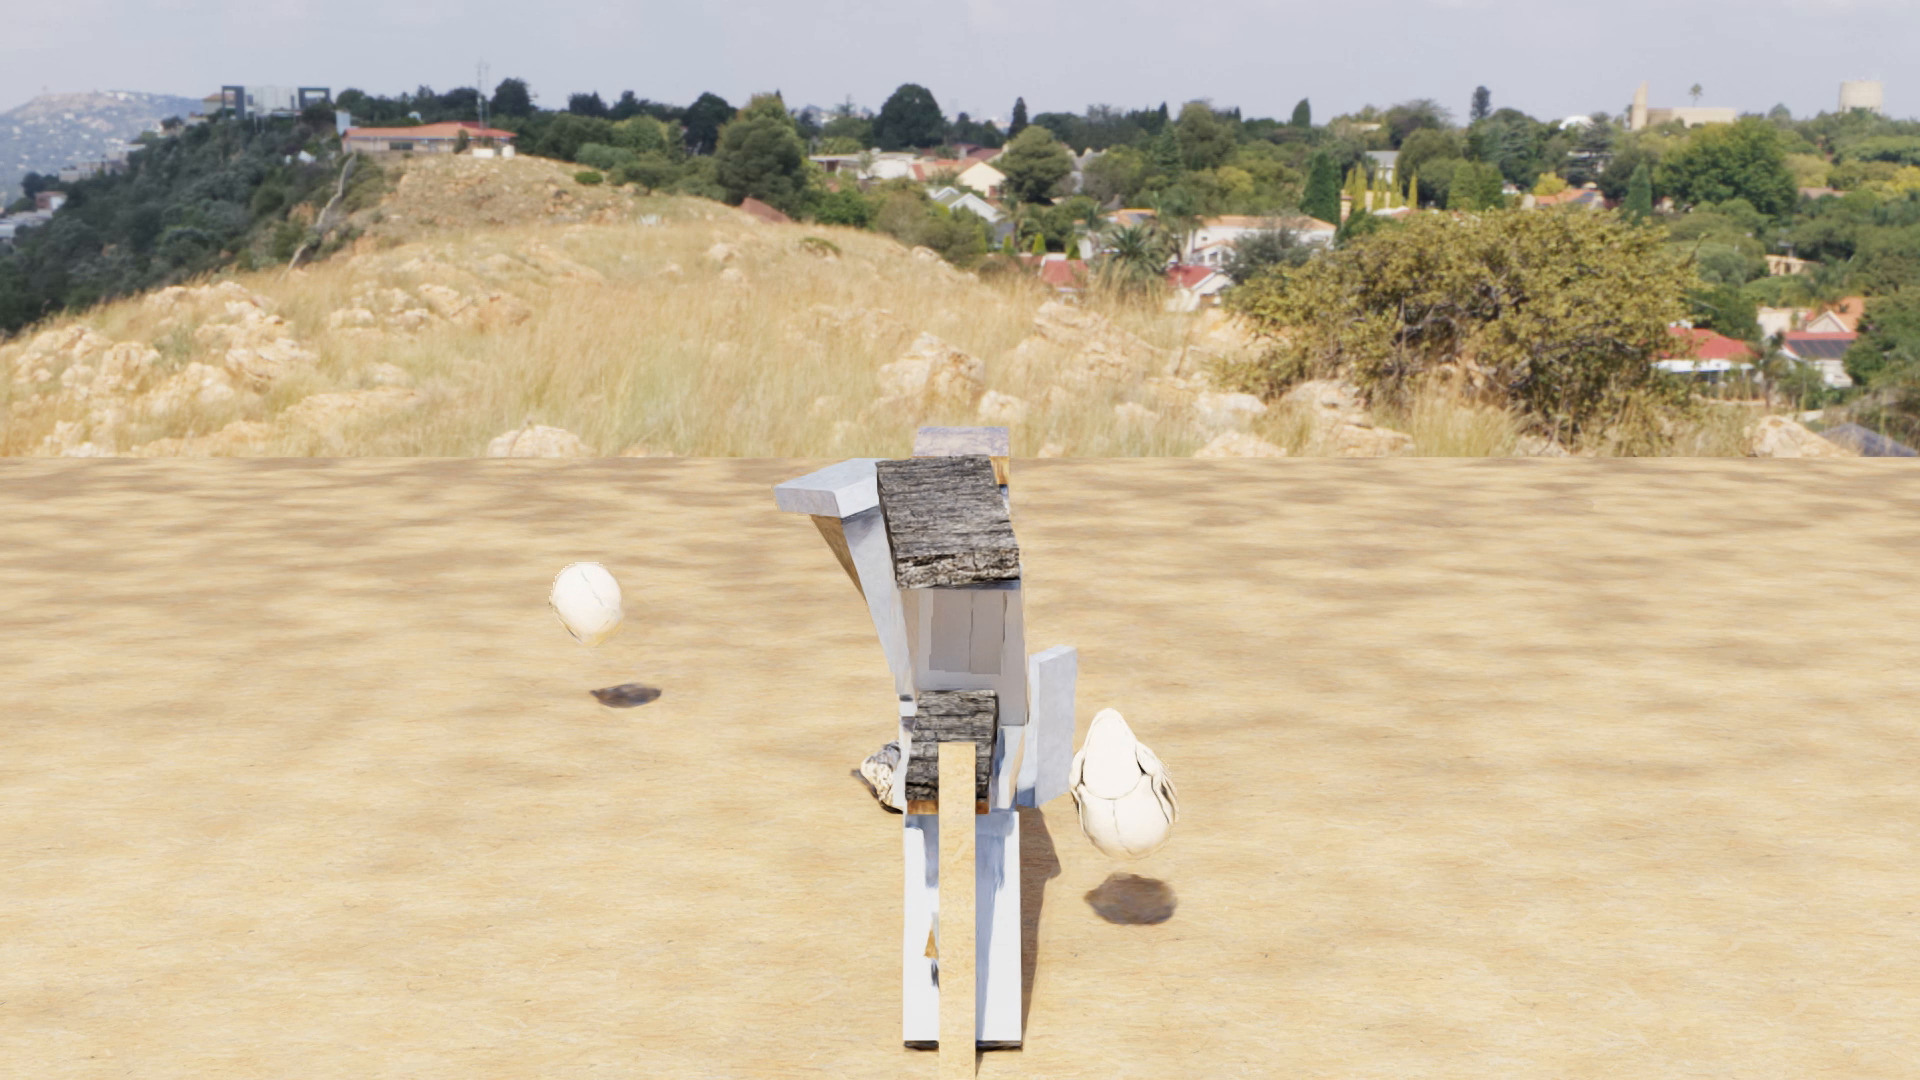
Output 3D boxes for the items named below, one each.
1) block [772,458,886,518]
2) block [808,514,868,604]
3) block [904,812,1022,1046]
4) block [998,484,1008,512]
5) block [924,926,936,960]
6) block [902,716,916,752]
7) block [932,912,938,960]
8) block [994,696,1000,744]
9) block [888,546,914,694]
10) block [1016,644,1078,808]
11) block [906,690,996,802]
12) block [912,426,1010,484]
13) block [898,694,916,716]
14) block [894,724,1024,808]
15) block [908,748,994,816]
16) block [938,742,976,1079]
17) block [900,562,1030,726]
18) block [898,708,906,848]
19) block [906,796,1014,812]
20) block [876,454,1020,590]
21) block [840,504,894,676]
[{"bbox_3d":[-0.180,-0.086,3.553,0.153,0.043,0.305,-20,10,-21],"label":"block"},{"bbox_3d":[-0.118,0.051,3.724,0.153,0.305,0.043,0,44,40],"label":"block"},{"bbox_3d":[0.003,0.546,3.098,0.162,0.324,0.046,0,-23,0],"label":"block"},{"bbox_3d":[0.002,0.056,3.875,0.167,0.334,0.047,0,12,2],"label":"block"},{"bbox_3d":[-0.020,0.552,3.017,0.049,0.014,0.097,15,13,1],"label":"block"},{"bbox_3d":[-0.004,0.434,3.587,0.164,0.328,0.046,-3,-1,-1],"label":"block"},{"bbox_3d":[-0.008,0.548,2.961,0.049,0.097,0.014,-5,-27,-6],"label":"block"},{"bbox_3d":[0.002,0.259,3.174,0.108,0.031,0.217,0,6,2],"label":"block"},{"bbox_3d":[-0.022,0.086,3.427,0.171,0.343,0.049,-3,34,-2],"label":"block"},{"bbox_3d":[0.165,0.352,4.172,0.040,0.283,0.141,9,13,31],"label":"block"},{"bbox_3d":[-0.010,0.278,2.993,0.108,0.031,0.217,1,30,4],"label":"block"},{"bbox_3d":[0.004,-0.154,3.947,0.167,0.047,0.334,0,12,1],"label":"block"},{"bbox_3d":[-0.025,0.224,3.681,0.164,0.046,0.328,-3,11,-3],"label":"block"},{"bbox_3d":[0.003,0.328,3.230,0.162,0.046,0.324,1,8,5],"label":"block"},{"bbox_3d":[-0.011,0.322,3.031,0.108,0.031,0.217,0,16,3],"label":"block"},{"bbox_3d":[-0.004,0.494,2.904,0.049,0.467,0.014,0,11,-2],"label":"block"},{"bbox_3d":[0.012,0.157,3.256,0.171,0.347,0.049,1,52,5],"label":"block"},{"bbox_3d":[-0.020,0.397,3.786,0.164,0.328,0.046,-2,3,-2],"label":"block"},{"bbox_3d":[0.001,0.502,3.287,0.162,0.324,0.046,0,-15,0],"label":"block"},{"bbox_3d":[-0.022,-0.032,3.213,0.171,0.049,0.343,-4,25,-5],"label":"block"},{"bbox_3d":[-0.079,0.066,3.536,0.153,0.305,0.043,-17,33,0],"label":"block"}]
